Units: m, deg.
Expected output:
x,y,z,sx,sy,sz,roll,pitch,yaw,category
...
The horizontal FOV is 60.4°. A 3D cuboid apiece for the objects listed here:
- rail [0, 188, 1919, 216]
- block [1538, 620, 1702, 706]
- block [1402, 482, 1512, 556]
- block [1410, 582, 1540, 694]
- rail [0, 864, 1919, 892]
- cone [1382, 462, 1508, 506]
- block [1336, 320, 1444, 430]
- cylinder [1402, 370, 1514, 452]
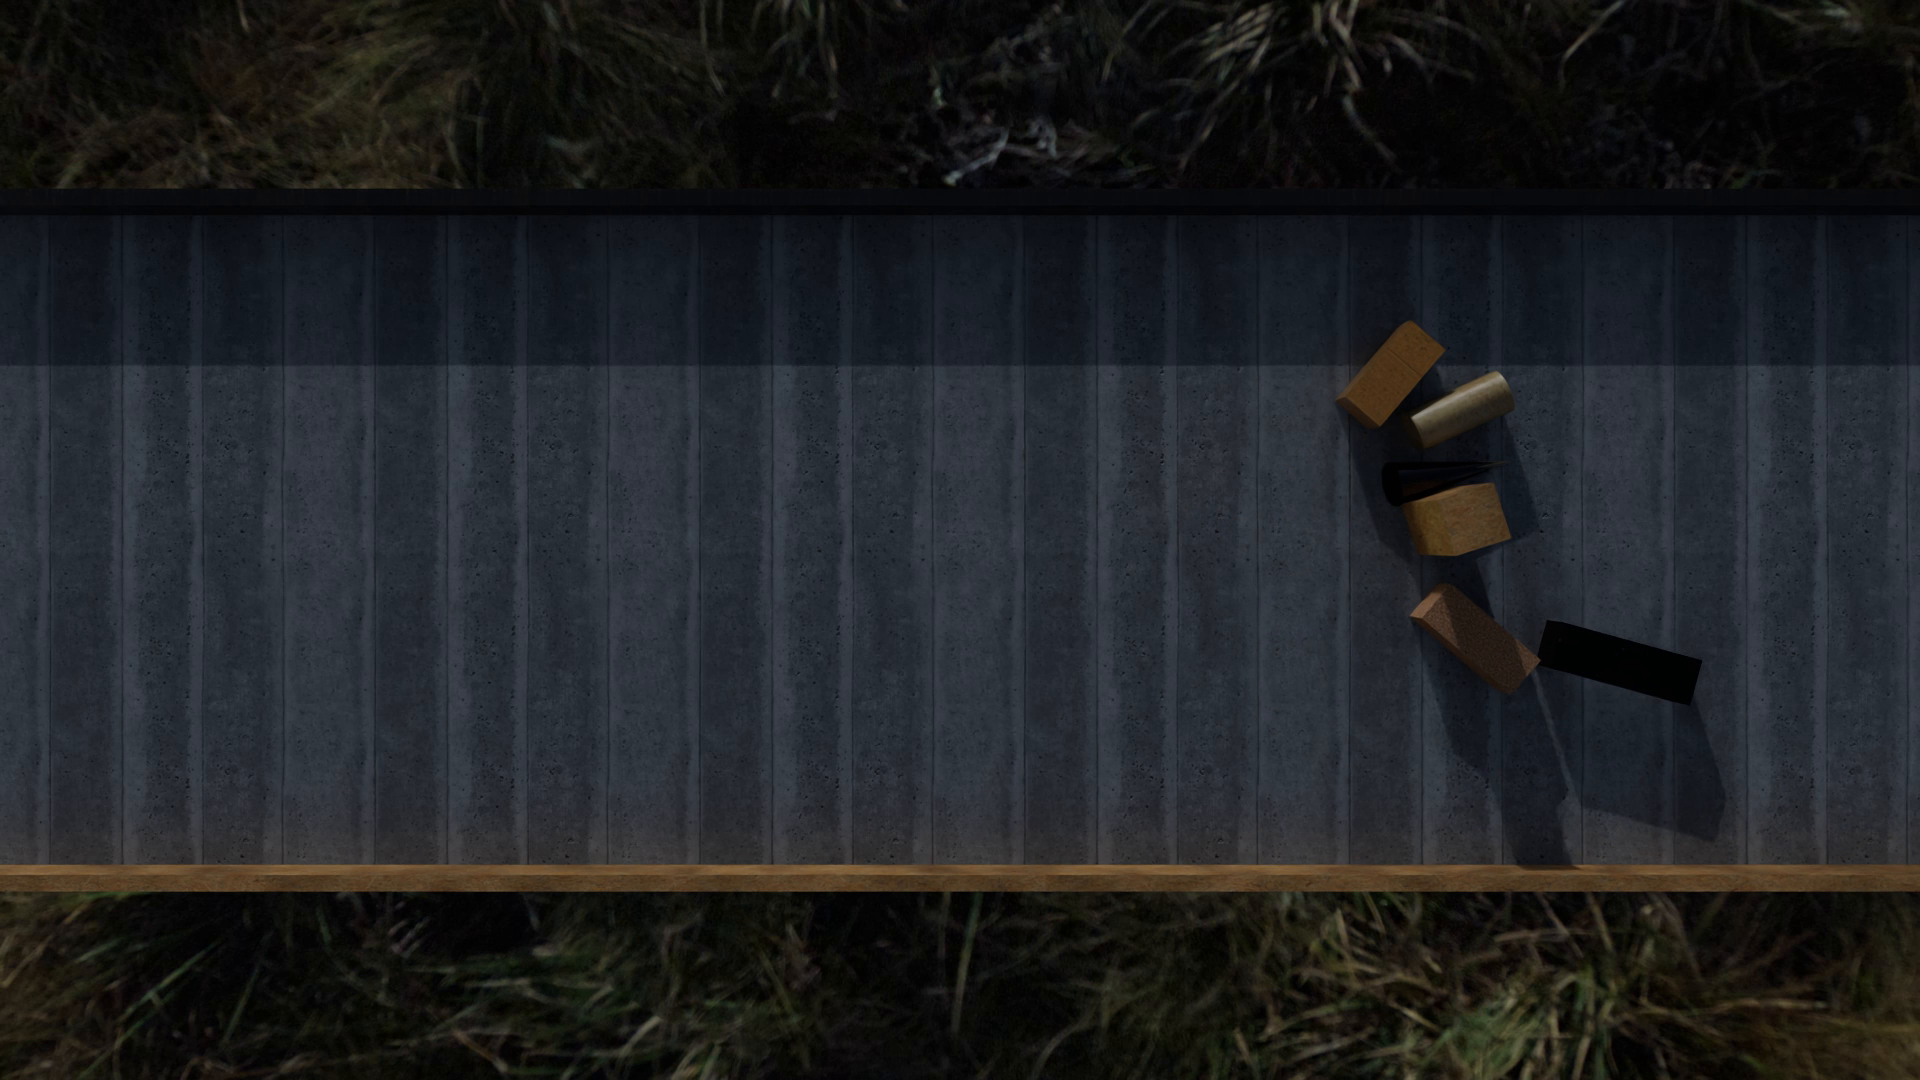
x,y,z,sx,sy,sz,roll,pitch,yaw,category
-2.247,-1.025,5.002,12.000,0.150,0.050,0,90,0,rail
1.996,0.371,5.006,0.431,0.141,0.141,15,90,0,block
1.461,-0.059,4.878,0.167,0.396,0.167,-18,90,0,block
1.562,0.297,5.009,0.354,0.136,0.136,40,90,0,block
-2.247,1.025,5.001,12.000,0.150,0.050,0,90,0,rail
1.507,-0.206,5.043,0.402,0.136,0.136,-11,90,-10,cone
1.304,-0.499,5.007,0.138,0.138,0.302,40,90,0,block
1.511,-0.390,5.009,0.303,0.134,0.134,-24,90,0,cylinder
